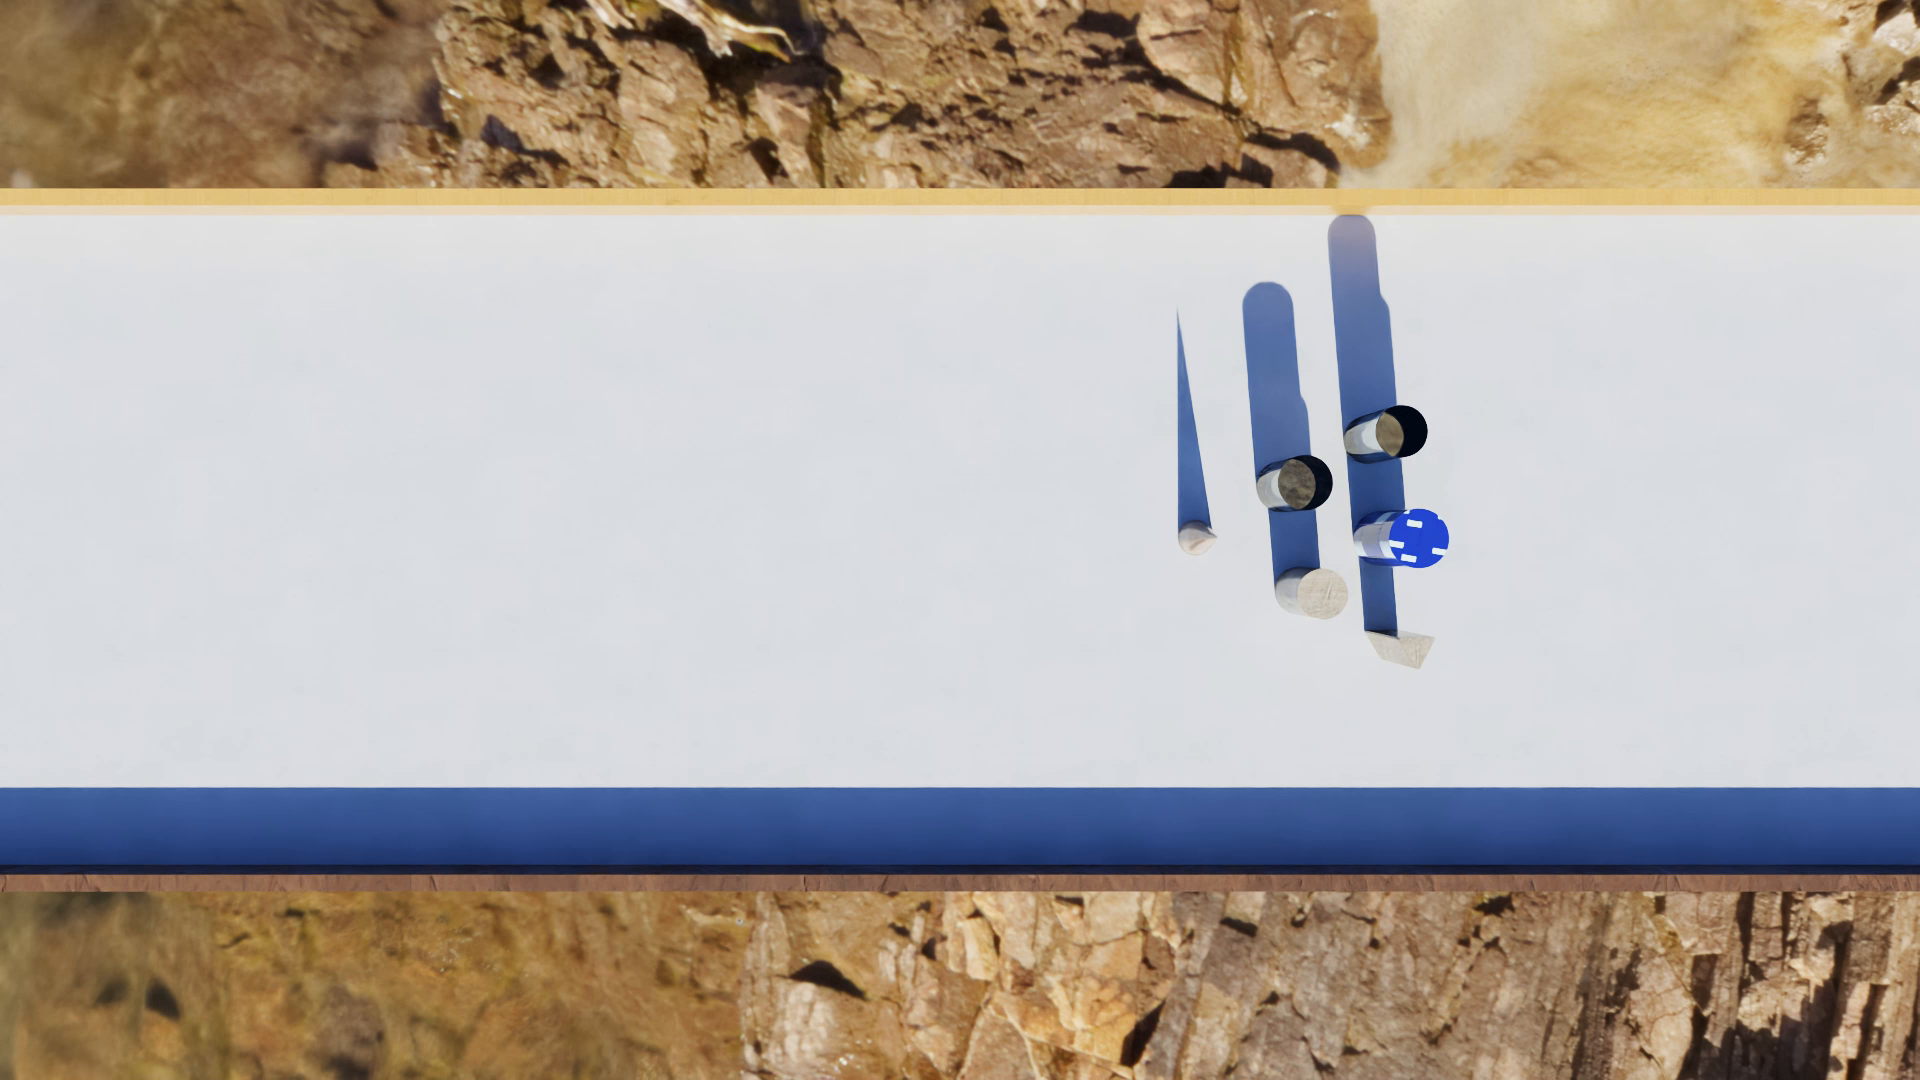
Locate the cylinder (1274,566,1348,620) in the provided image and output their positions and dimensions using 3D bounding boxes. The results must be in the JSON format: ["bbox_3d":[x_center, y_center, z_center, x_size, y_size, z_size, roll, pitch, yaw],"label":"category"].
[{"bbox_3d":[1.042,0.156,4.906,0.147,0.342,0.147,0,90,0],"label":"cylinder"}]

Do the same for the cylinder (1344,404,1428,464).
[{"bbox_3d":[1.255,-0.309,4.881,0.150,0.391,0.150,0,90,0],"label":"cylinder"}]

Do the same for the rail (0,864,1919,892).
[{"bbox_3d":[-2.247,1.025,5.001,12.000,0.150,0.050,0,90,0],"label":"rail"}]

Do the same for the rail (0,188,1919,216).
[{"bbox_3d":[-2.247,-1.025,5.002,12.000,0.150,0.050,0,90,0],"label":"rail"}]

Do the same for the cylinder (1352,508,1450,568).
[{"bbox_3d":[1.294,-0.004,4.862,0.169,0.429,0.169,0,90,0],"label":"cylinder"}]

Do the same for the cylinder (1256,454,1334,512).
[{"bbox_3d":[0.991,-0.165,4.904,0.159,0.345,0.159,0,90,0],"label":"cylinder"}]

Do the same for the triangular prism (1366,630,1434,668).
[{"bbox_3d":[1.310,0.300,4.876,0.088,0.401,0.101,-32,90,0],"label":"triangular prism"}]

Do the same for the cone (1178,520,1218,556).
[{"bbox_3d":[0.725,-0.007,4.852,0.109,0.449,0.109,0,90,0],"label":"cone"}]
